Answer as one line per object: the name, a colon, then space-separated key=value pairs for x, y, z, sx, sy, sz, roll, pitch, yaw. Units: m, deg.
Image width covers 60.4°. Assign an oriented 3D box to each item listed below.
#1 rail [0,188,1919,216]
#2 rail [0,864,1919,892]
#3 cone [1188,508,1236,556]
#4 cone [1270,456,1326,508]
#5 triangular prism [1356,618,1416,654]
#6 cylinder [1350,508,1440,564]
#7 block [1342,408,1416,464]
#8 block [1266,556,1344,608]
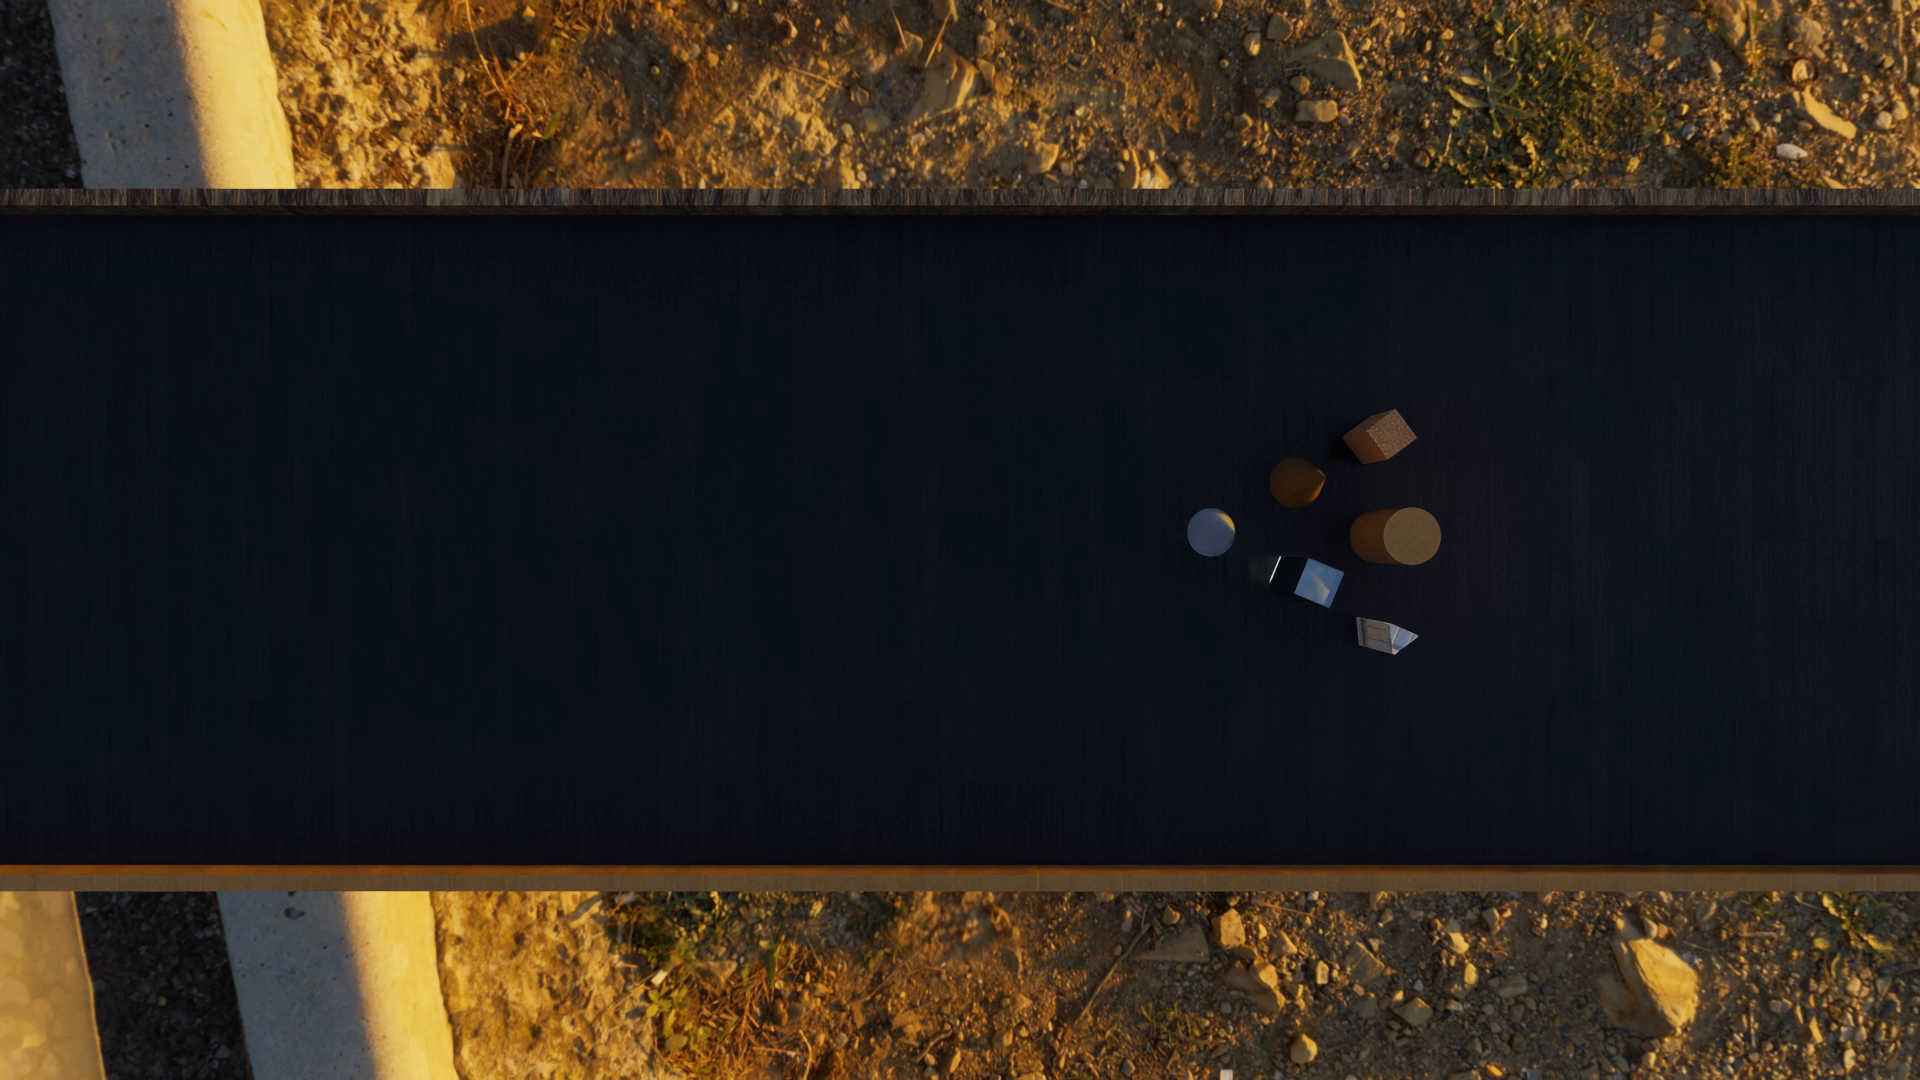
rail: x=-2.247 y=-1.025 z=5.002 sx=12.000 sy=0.150 sz=0.050 roll=0 pitch=90 yaw=0
rail: x=-2.247 y=1.025 z=5.001 sx=12.000 sy=0.150 sz=0.050 roll=0 pitch=90 yaw=0
cone: x=0.774 y=-0.024 z=4.862 sx=0.149 sy=0.428 sz=0.149 roll=0 pitch=90 yaw=0
cone: x=1.034 y=-0.177 z=4.865 sx=0.162 sy=0.422 sz=0.162 roll=0 pitch=90 yaw=0
triangular prism: x=1.243 y=0.268 z=4.880 sx=0.088 sy=0.393 sz=0.076 roll=-37 pitch=90 yaw=0
cylinder: x=1.278 y=-0.011 z=4.869 sx=0.163 sy=0.414 sz=0.163 roll=0 pitch=90 yaw=0
block: x=1.249 y=-0.306 z=4.924 sx=0.105 sy=0.306 sz=0.105 roll=-37 pitch=90 yaw=0
block: x=1.014 y=0.121 z=4.866 sx=0.109 sy=0.421 sz=0.109 roll=23 pitch=90 yaw=0
